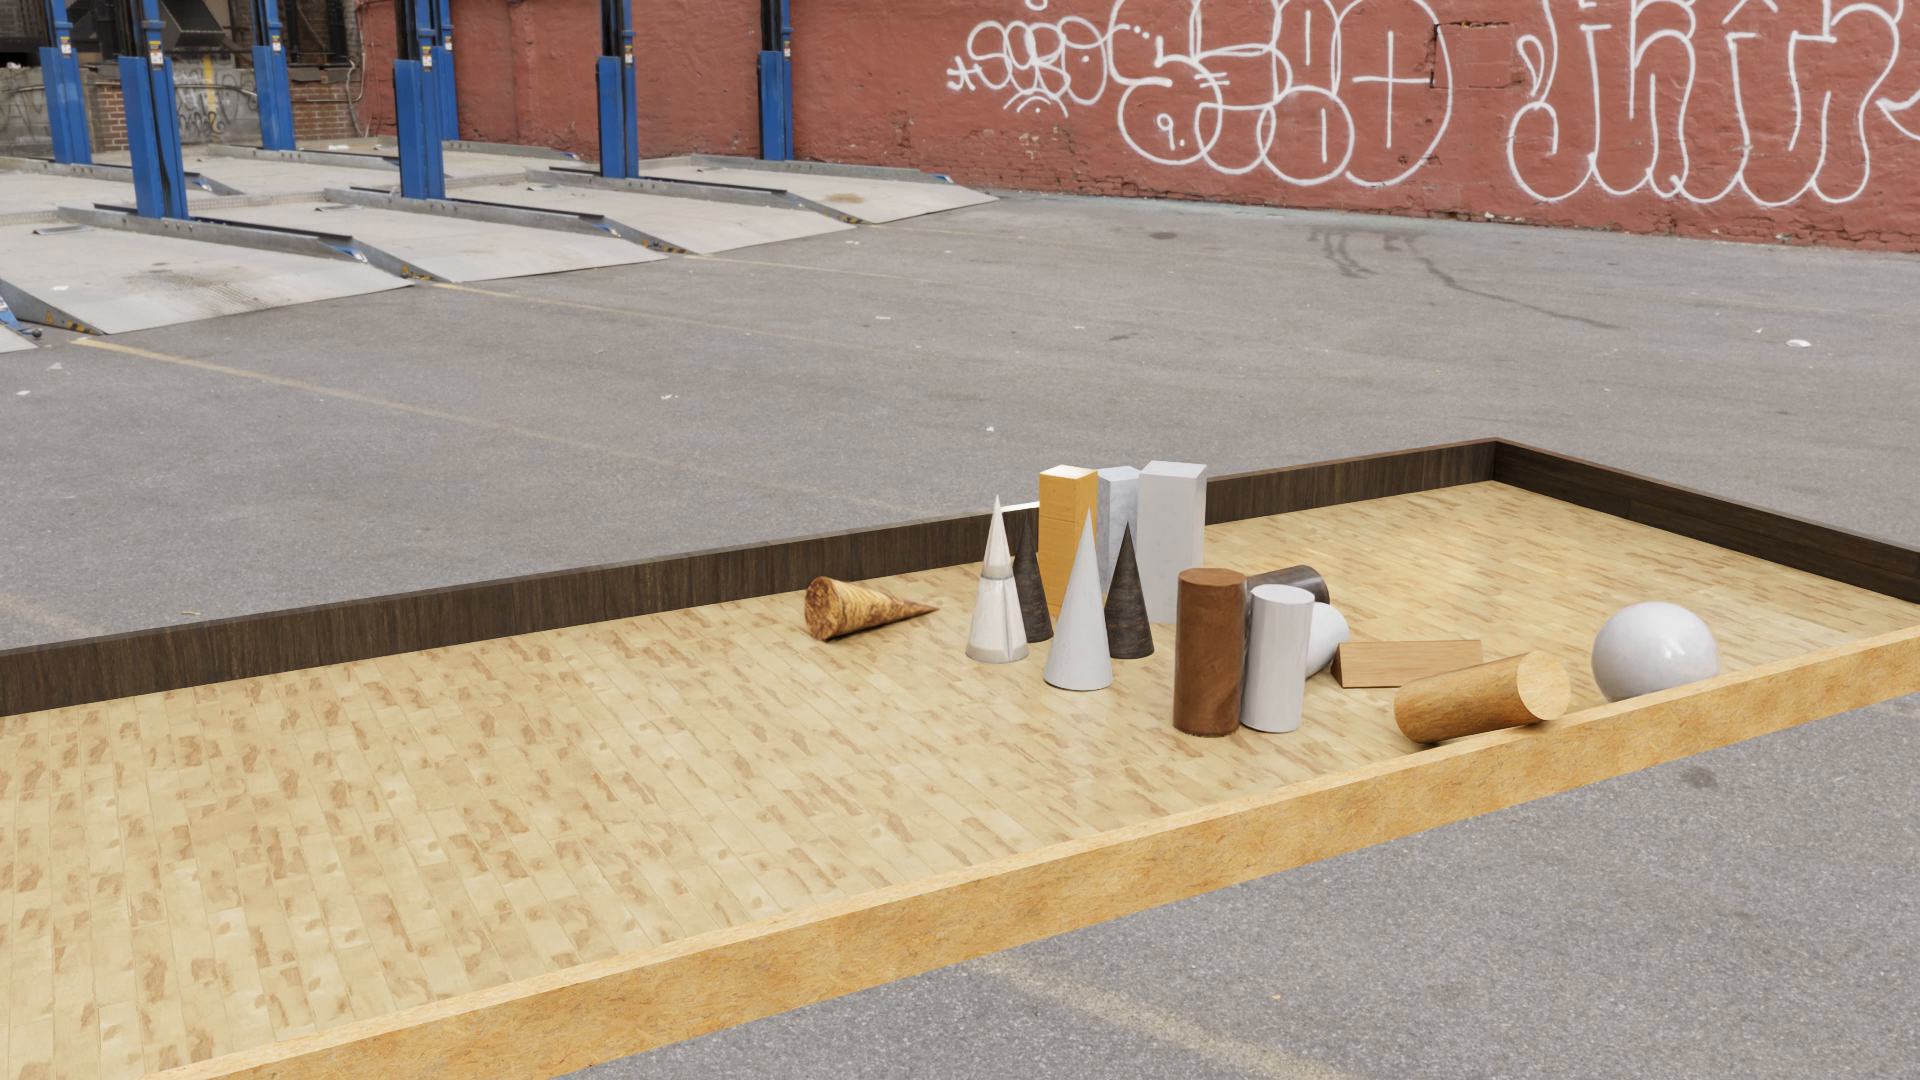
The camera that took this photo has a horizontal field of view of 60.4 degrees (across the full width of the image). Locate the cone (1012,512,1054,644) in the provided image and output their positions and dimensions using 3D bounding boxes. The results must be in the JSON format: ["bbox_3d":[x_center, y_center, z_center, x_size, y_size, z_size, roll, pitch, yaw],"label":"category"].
[{"bbox_3d":[0.177,0.087,4.439,0.157,0.349,0.157,0,16,0],"label":"cone"}]

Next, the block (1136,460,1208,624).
[{"bbox_3d":[0.585,0.007,4.583,0.157,0.421,0.157,6,17,19],"label":"block"}]

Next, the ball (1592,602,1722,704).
[{"bbox_3d":[1.635,0.287,3.877,0.283,0.283,0.283,0,16,0],"label":"ball"}]

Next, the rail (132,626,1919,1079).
[{"bbox_3d":[-2.336,1.006,1.665,12.000,0.150,0.050,-9,18,-27],"label":"rail"}]

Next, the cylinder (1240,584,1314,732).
[{"bbox_3d":[0.737,0.275,3.849,0.145,0.314,0.145,3,16,-1],"label":"cylinder"}]

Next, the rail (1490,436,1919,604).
[{"bbox_3d":[2.466,-0.048,5.253,0.050,0.150,2.100,-9,18,-27],"label":"rail"}]

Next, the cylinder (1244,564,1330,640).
[{"bbox_3d":[0.806,0.182,4.423,0.341,0.177,0.177,-11,19,-32],"label":"cylinder"}]

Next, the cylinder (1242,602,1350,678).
[{"bbox_3d":[0.832,0.275,4.135,0.160,0.160,0.330,12,20,36],"label":"cylinder"}]

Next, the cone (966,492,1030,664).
[{"bbox_3d":[0.097,0.086,4.283,0.169,0.439,0.169,0,17,0],"label":"cone"}]

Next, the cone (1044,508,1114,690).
[{"bbox_3d":[0.307,0.131,4.099,0.178,0.448,0.178,2,16,-1],"label":"cone"}]

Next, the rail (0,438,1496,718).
[{"bbox_3d":[-3.305,0.497,3.399,12.000,0.150,0.050,-9,18,-27],"label":"rail"}]

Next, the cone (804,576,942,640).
[{"bbox_3d":[-0.212,0.190,4.559,0.409,0.171,0.171,2,12,-38],"label":"cone"}]

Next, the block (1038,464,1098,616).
[{"bbox_3d":[0.301,0.005,4.624,0.118,0.403,0.118,11,20,33],"label":"block"}]

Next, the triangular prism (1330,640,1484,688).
[{"bbox_3d":[1.127,0.301,4.145,0.361,0.099,0.114,-1,17,-3],"label":"triangular prism"}]

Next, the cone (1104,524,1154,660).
[{"bbox_3d":[0.435,0.118,4.323,0.162,0.355,0.162,0,16,0],"label":"cone"}]

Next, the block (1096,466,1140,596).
[{"bbox_3d":[0.466,-0.029,4.845,0.141,0.343,0.141,-7,18,-23],"label":"block"}]

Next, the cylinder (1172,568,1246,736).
[{"bbox_3d":[0.579,0.258,3.833,0.156,0.359,0.156,0,14,0],"label":"cylinder"}]

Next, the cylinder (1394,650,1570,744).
[{"bbox_3d":[1.136,0.349,3.612,0.146,0.146,0.391,-9,-10,-27],"label":"cylinder"}]
